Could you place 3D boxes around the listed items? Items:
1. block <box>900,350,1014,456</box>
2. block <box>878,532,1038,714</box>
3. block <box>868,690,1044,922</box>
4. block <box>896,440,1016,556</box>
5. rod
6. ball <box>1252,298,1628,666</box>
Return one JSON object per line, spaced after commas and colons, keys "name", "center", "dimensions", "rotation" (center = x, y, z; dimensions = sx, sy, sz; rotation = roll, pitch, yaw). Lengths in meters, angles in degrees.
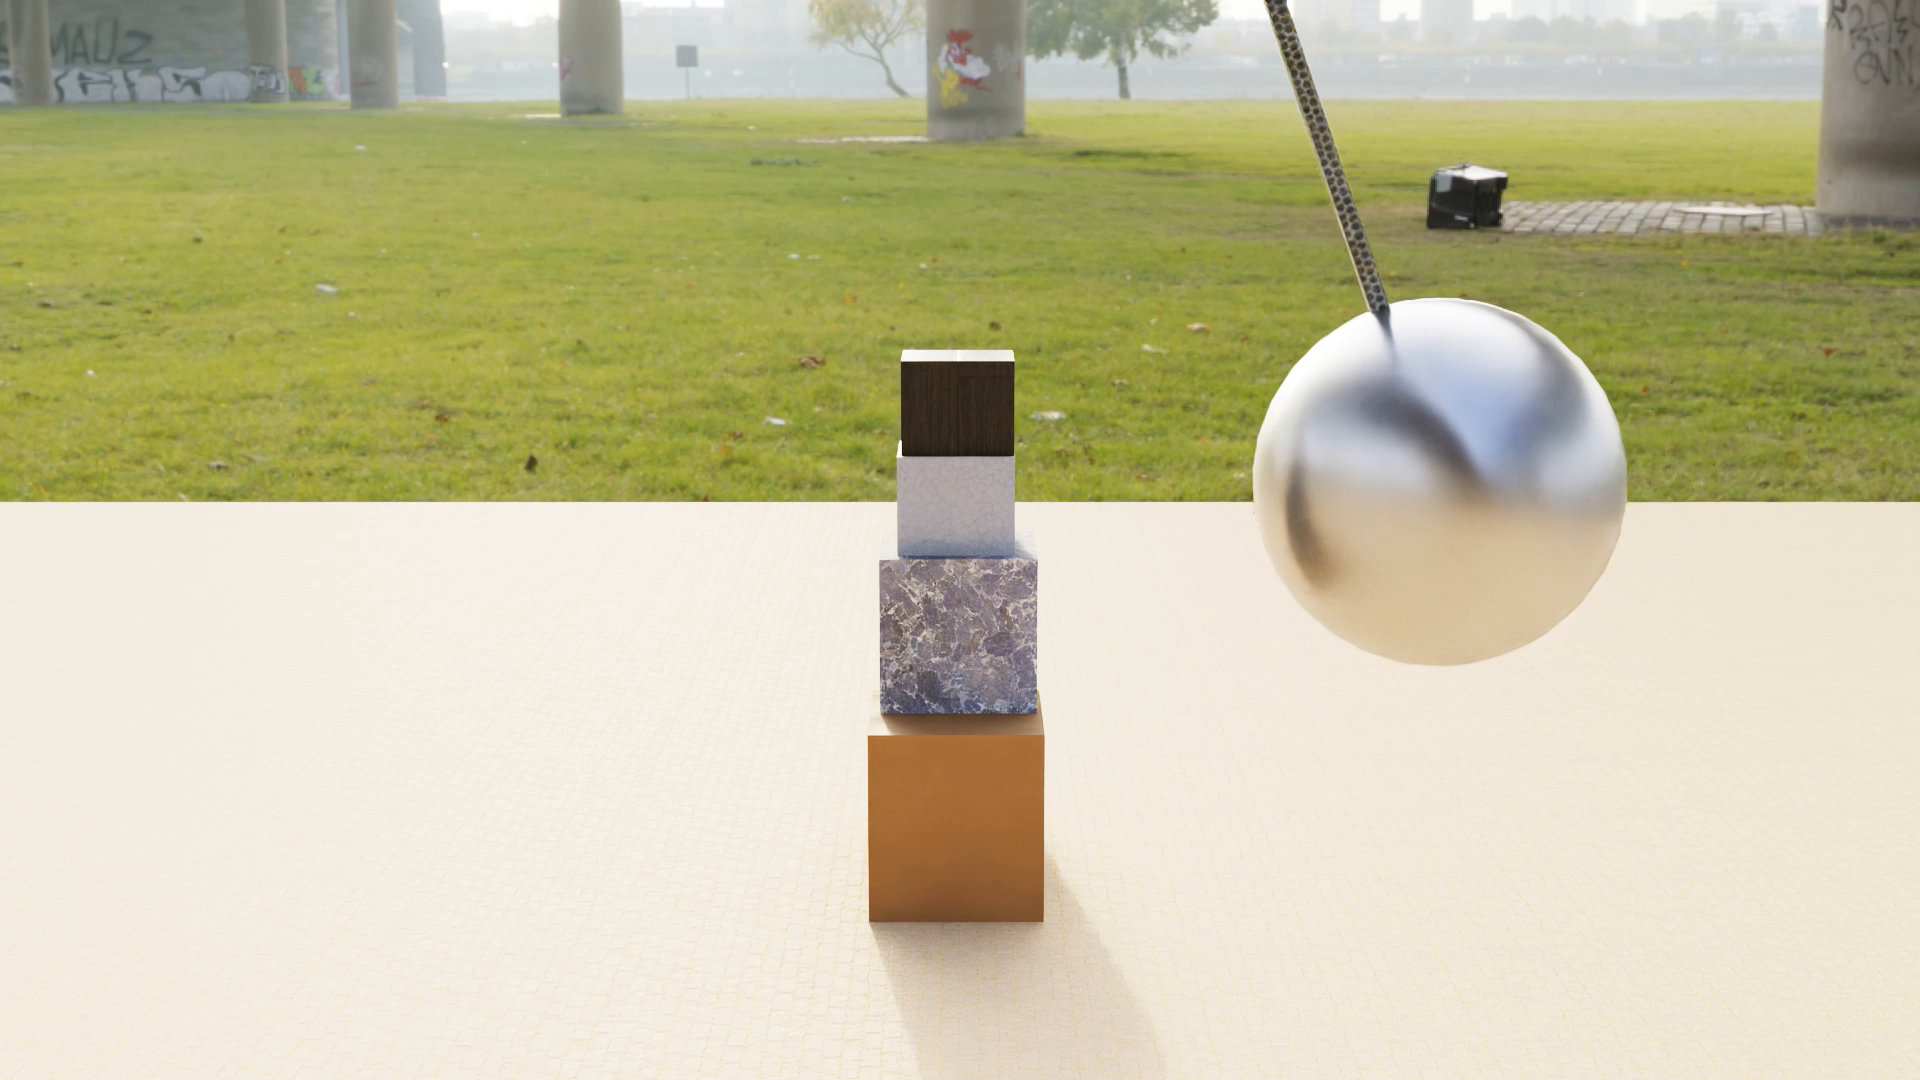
{"name": "block", "center": [-0.009, -0.595, 11.072], "dimensions": [0.480, 0.405, 0.426], "rotation": [0, 10, 0]}
{"name": "block", "center": [-0.007, 0.351, 11.244], "dimensions": [0.672, 0.670, 0.682], "rotation": [0, 10, 0]}
{"name": "block", "center": [-0.016, 1.134, 11.073], "dimensions": [0.735, 0.808, 0.792], "rotation": [0, 10, 0]}
{"name": "block", "center": [-0.017, -0.187, 11.146], "dimensions": [0.501, 0.424, 0.500], "rotation": [0, 10, 0]}
{"name": "rod", "center": [0.899, -3.389, 10.564], "dimensions": [0.080, 5.200, 0.080], "rotation": [-20, 10, 4]}
{"name": "ball", "center": [2.074, -0.250, 11.135], "dimensions": [1.600, 1.600, 1.600], "rotation": [0, 10, 0]}
